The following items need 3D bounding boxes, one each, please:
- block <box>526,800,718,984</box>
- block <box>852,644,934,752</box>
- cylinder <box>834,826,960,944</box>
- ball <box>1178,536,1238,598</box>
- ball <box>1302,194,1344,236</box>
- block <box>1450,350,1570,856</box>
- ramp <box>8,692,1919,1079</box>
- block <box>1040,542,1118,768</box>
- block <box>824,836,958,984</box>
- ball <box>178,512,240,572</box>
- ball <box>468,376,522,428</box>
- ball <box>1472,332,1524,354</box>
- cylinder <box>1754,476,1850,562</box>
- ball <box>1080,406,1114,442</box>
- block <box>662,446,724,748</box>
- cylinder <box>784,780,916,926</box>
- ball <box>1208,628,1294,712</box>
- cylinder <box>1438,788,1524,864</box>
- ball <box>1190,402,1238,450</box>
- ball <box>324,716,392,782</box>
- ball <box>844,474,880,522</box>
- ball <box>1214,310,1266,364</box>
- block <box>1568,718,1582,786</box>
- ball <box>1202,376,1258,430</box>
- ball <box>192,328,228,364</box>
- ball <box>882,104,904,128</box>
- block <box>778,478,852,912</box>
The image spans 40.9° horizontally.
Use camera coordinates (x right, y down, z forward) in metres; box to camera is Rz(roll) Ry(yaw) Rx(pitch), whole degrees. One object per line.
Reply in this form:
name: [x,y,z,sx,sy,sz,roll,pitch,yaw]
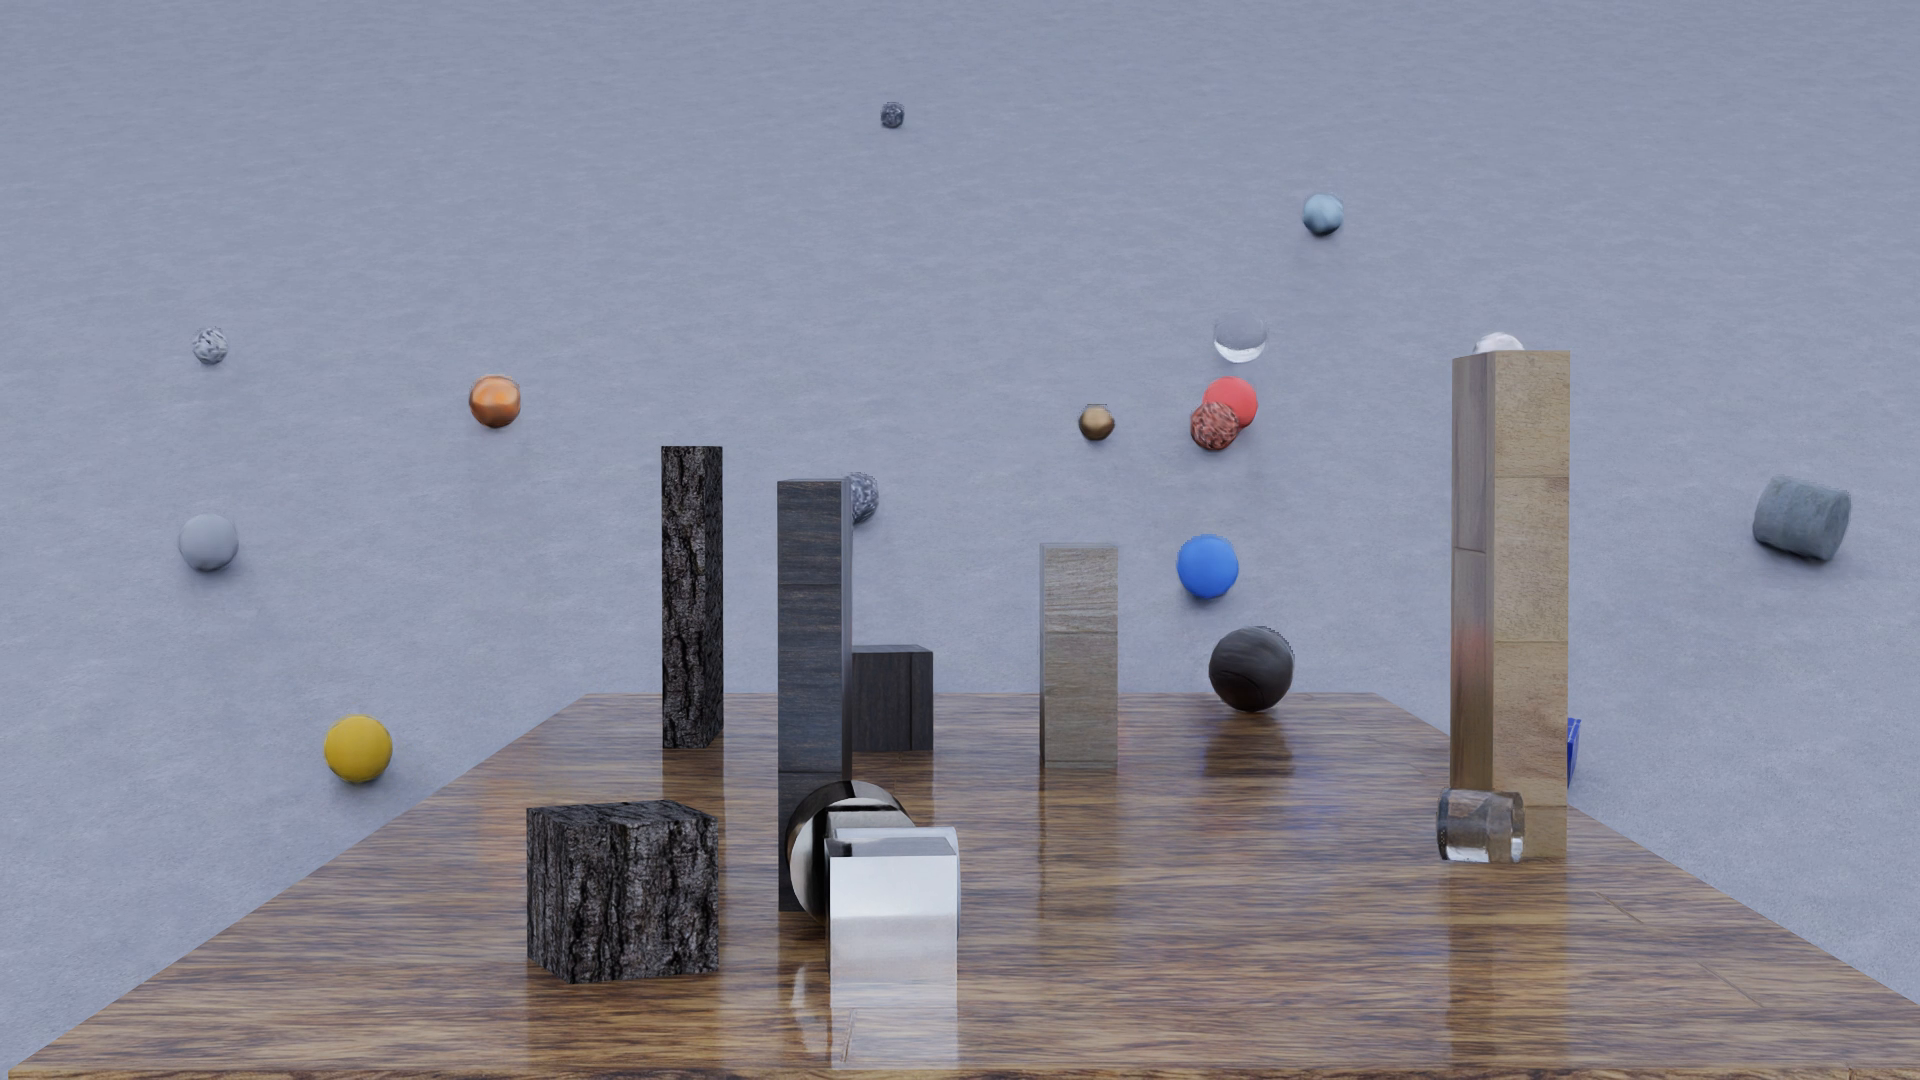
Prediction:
block: [-0.404,0.416,3.076,0.181,0.181,0.181,-1,2,-25]
block: [-0.173,0.327,5.369,0.202,0.202,0.202,0,2,-11]
cylinder: [-0.080,0.429,3.186,0.146,0.146,0.146,0,24,-6]
ball: [0.697,0.077,7.246,0.173,0.173,0.173,0,24,0]
ball: [1.448,-1.299,10.286,0.165,0.165,0.165,0,24,0]
block: [0.859,0.091,4.043,0.112,0.762,0.337,0,2,0]
ramp: [0.056,0.506,4.550,2.000,0.100,4.000,0,2,0]
block: [0.234,0.223,5.134,0.141,0.425,0.309,0,2,0]
block: [-0.083,0.434,3.038,0.146,0.146,0.146,0,2,-6]
ball: [-2.160,0.006,7.410,0.168,0.168,0.168,0,24,0]
ball: [-1.518,-0.451,8.413,0.169,0.169,0.169,0,24,0]
ball: [1.830,-0.614,8.757,0.182,0.182,0.182,0,24,0]
cylinder: [2.455,-0.063,7.518,0.203,0.203,0.203,19,30,35]
ball: [0.441,-0.376,8.316,0.114,0.114,0.114,0,24,0]
block: [-0.570,0.112,5.509,0.089,0.624,0.406,0,2,0]
cylinder: [-0.137,0.410,3.341,0.175,0.175,0.175,-3,2,-6]
ball: [0.685,0.305,6.066,0.199,0.199,0.199,0,24,0]
cylinder: [0.776,0.426,3.839,0.107,0.107,0.107,1,23,23]
ball: [0.813,-0.364,8.237,0.157,0.157,0.157,0,24,0]
ball: [-1.471,0.512,6.301,0.164,0.164,0.164,0,24,0]
ball: [-0.315,-0.124,7.723,0.146,0.146,0.146,0,24,0]
ball: [0.974,-0.707,8.961,0.183,0.183,0.183,0,24,0]
block: [1.447,0.516,6.336,0.128,0.128,0.128,9,26,19]
ball: [0.878,-0.442,8.379,0.181,0.181,0.181,0,24,0]
ball: [-2.606,-0.673,8.958,0.123,0.123,0.123,0,24,0]
ball: [-0.306,-1.932,11.748,0.108,0.108,0.108,0,24,0]
block: [-0.200,0.203,3.587,0.085,0.572,0.334,0,2,0]
